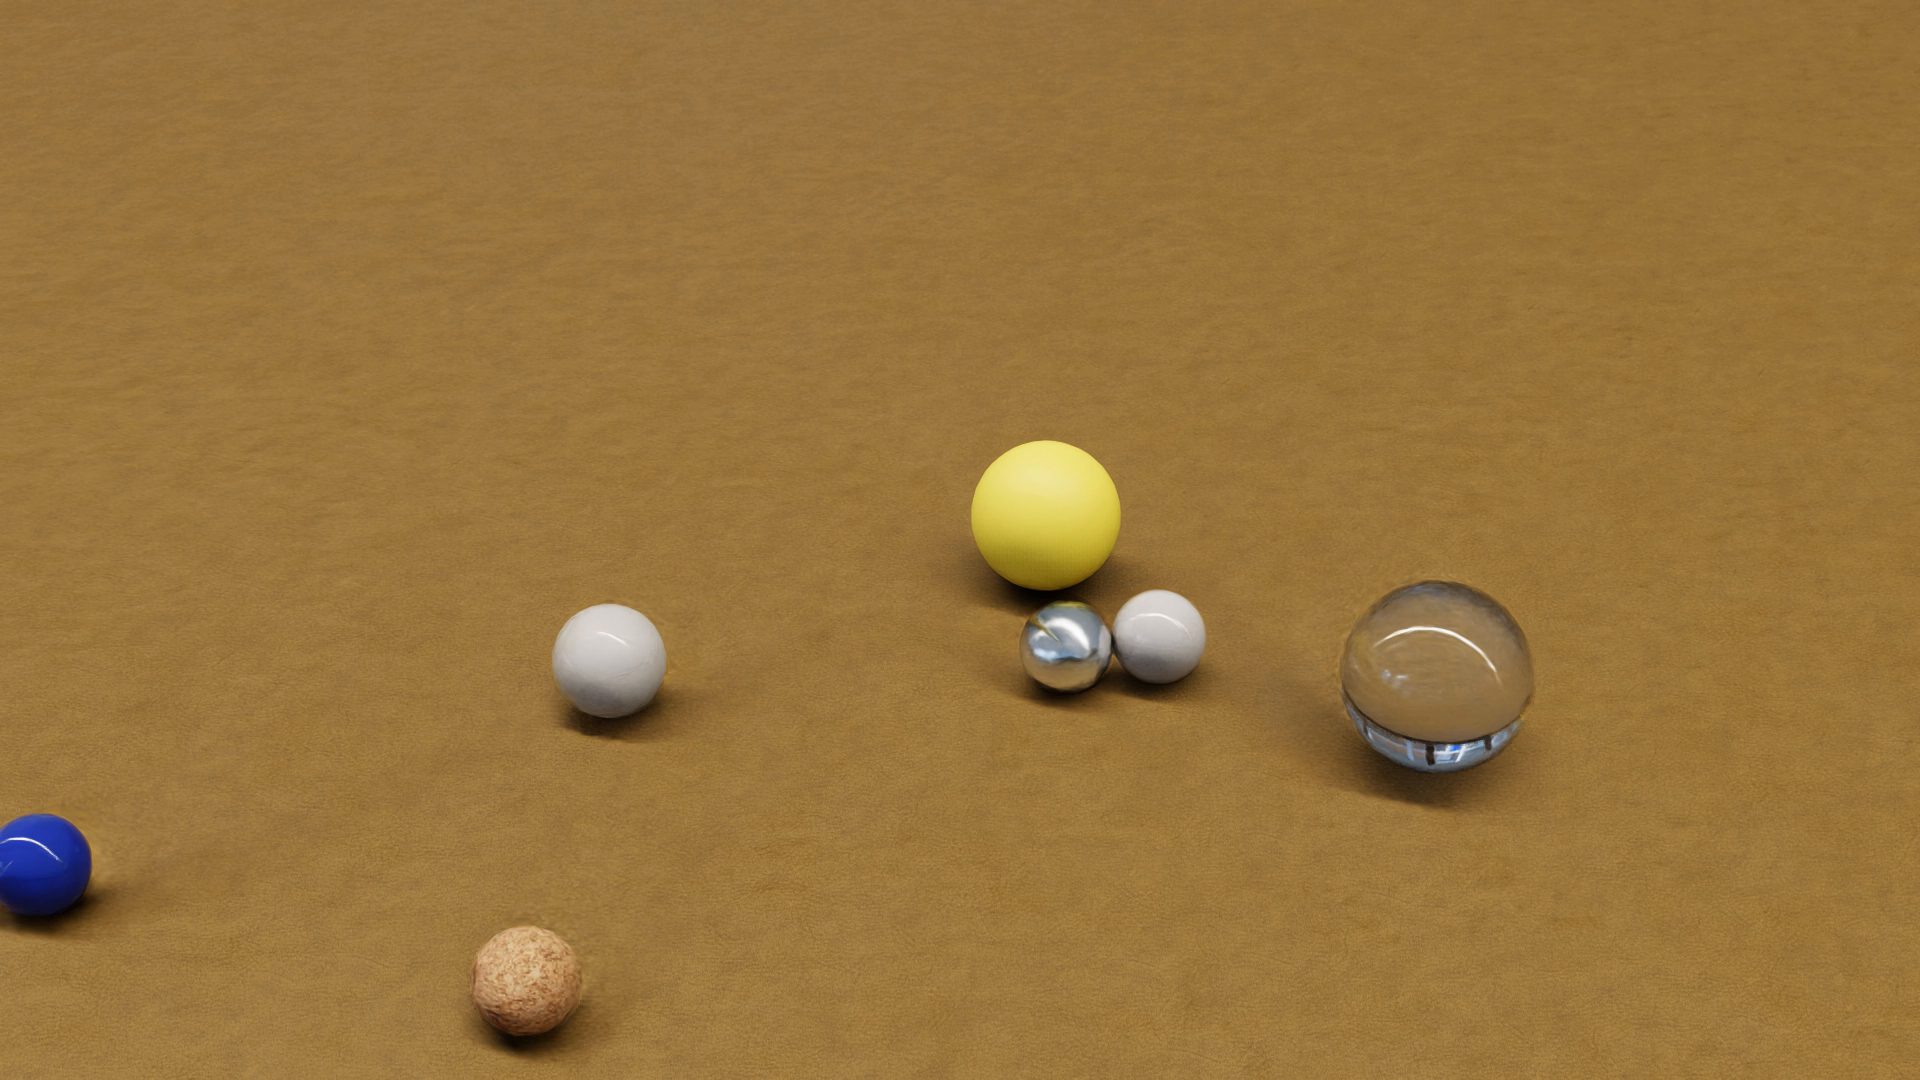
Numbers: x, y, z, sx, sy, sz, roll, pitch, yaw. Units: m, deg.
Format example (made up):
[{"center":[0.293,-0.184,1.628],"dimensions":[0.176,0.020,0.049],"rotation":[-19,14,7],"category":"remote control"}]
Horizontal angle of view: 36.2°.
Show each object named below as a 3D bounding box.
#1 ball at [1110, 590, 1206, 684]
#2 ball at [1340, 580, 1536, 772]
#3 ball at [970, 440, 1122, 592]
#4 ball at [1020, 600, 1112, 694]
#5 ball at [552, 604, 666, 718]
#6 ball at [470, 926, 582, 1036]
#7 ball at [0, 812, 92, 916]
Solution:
[{"center":[0.103,0.050,1.528],"dimensions":[0.049,0.049,0.049],"rotation":[0,32,0],"category":"ball"},{"center":[0.236,0.067,1.455],"dimensions":[0.096,0.096,0.096],"rotation":[0,32,0],"category":"ball"},{"center":[0.047,-0.013,1.599],"dimensions":[0.082,0.082,0.082],"rotation":[0,32,0],"category":"ball"},{"center":[0.055,0.055,1.520],"dimensions":[0.049,0.049,0.049],"rotation":[0,32,0],"category":"ball"},{"center":[-0.179,0.062,1.500],"dimensions":[0.058,0.058,0.058],"rotation":[0,32,0],"category":"ball"},{"center":[-0.191,0.194,1.294],"dimensions":[0.048,0.048,0.048],"rotation":[0,32,0],"category":"ball"},{"center":[-0.428,0.151,1.365],"dimensions":[0.048,0.048,0.048],"rotation":[0,32,0],"category":"ball"}]
